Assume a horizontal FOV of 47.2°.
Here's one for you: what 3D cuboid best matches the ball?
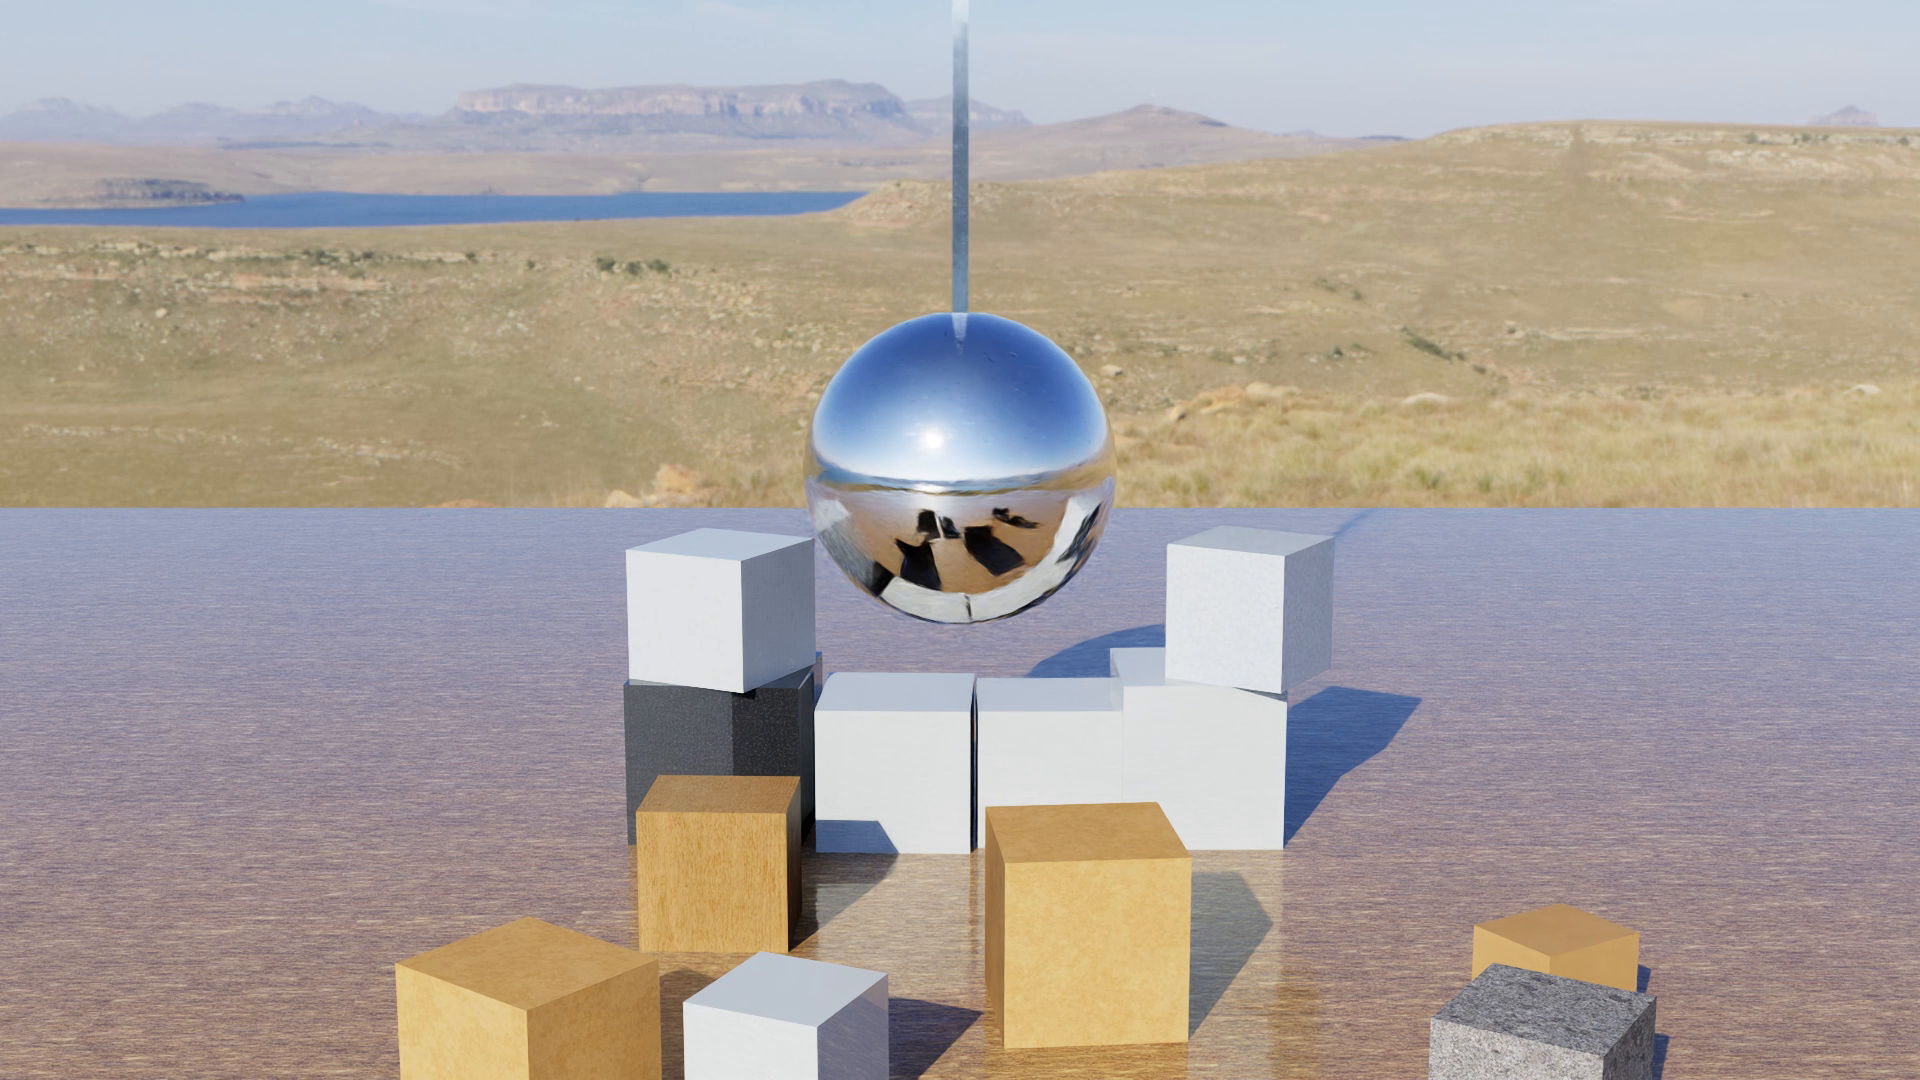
[{"bbox_3d":[0.000,-0.362,11.182,1.600,1.600,1.600,0,10,0],"label":"ball"}]

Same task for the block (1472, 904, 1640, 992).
[{"bbox_3d":[2.330,1.750,8.631,0.487,0.469,0.399,-6,12,-31],"label":"block"}]

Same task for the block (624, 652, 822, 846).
[{"bbox_3d":[-1.203,1.066,11.376,0.880,0.833,0.795,1,10,5],"label":"block"}]

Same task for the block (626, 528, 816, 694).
[{"bbox_3d":[-1.206,0.343,11.181,0.674,0.659,0.703,5,12,26],"label":"block"}]

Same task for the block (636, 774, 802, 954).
[{"bbox_3d":[-1.068,1.443,9.856,0.653,0.635,0.563,0,10,2],"label":"block"}]

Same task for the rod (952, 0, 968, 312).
[{"bbox_3d":[0.000,-3.700,10.537,0.080,5.200,0.080,0,11,0],"label":"rod"}]

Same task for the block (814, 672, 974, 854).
[{"bbox_3d":[-0.320,1.132,11.302,0.768,0.728,0.801,0,10,2],"label":"block"}]

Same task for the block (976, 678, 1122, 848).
[{"bbox_3d":[0.445,1.137,11.343,0.720,0.705,0.701,0,10,-1],"label":"block"}]

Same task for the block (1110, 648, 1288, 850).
[{"bbox_3d":[1.210,1.063,11.361,0.810,0.843,0.834,0,10,-1],"label":"block"}]

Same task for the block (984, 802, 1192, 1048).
[{"bbox_3d":[0.503,1.547,8.939,0.729,0.757,0.739,-1,10,-5],"label":"block"}]

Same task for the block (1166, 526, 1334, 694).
[{"bbox_3d":[1.465,0.337,11.094,0.628,0.682,0.632,6,12,31],"label":"block"}]

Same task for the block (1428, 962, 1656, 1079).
[{"bbox_3d":[2.019,1.886,7.636,0.591,0.558,0.614,7,12,32],"label":"block"}]

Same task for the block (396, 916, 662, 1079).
[{"bbox_3d":[-1.539,1.806,7.879,0.703,0.628,0.611,8,13,38],"label":"block"}]

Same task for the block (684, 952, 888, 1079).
[{"bbox_3d":[-0.616,1.855,7.900,0.532,0.523,0.544,5,11,24],"label":"block"}]
